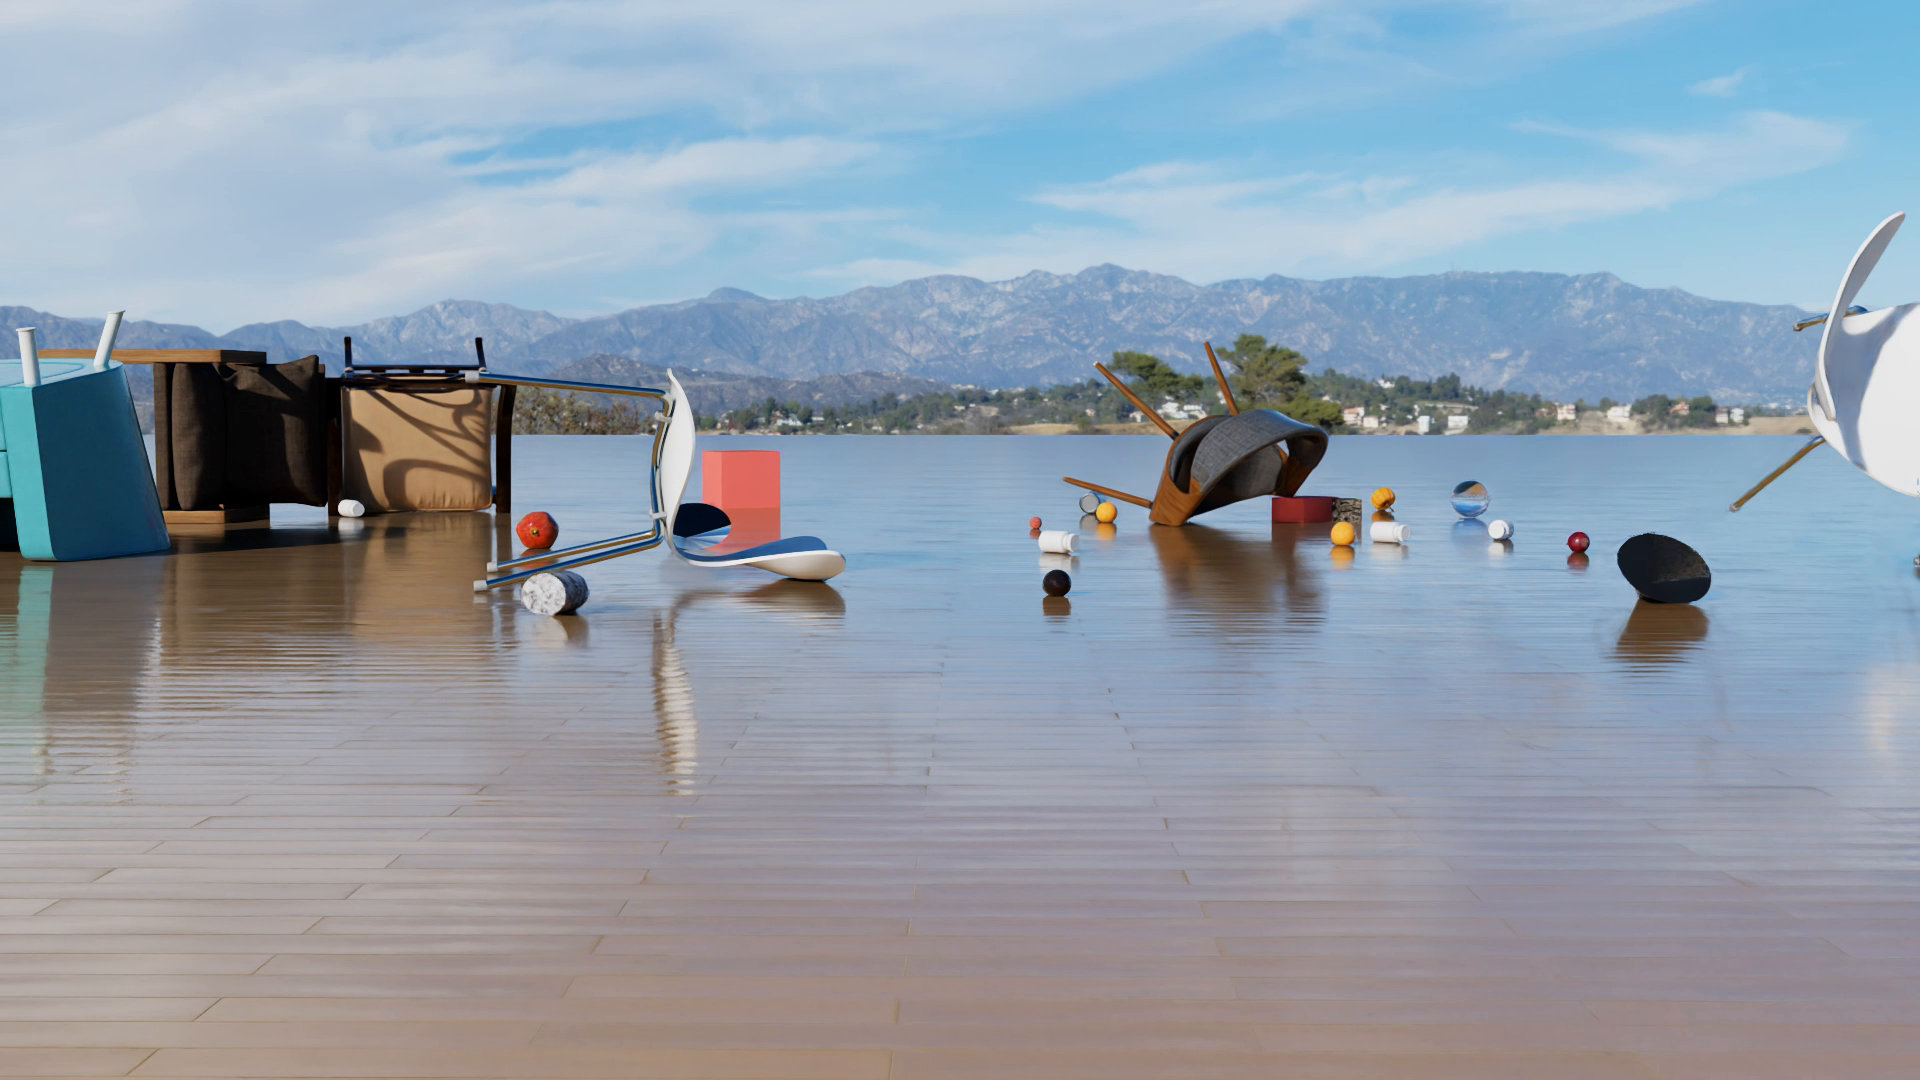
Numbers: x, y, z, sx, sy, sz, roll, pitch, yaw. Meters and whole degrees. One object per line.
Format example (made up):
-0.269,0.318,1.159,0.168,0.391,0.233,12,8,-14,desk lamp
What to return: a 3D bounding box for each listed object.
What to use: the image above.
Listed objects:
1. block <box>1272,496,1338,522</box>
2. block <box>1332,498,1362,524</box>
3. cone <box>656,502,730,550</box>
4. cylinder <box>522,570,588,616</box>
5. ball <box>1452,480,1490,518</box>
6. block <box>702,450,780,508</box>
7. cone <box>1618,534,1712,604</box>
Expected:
1.178,-0.106,7.502,0.130,0.081,0.207,4,5,43,block
1.304,-0.099,7.410,0.075,0.079,0.086,-1,4,-9,block
-0.778,-0.014,6.276,0.212,0.135,0.214,-3,-13,-18,cone
-0.808,0.106,4.394,0.101,0.083,0.087,-2,3,21,cylinder
1.784,-0.144,7.687,0.131,0.131,0.131,0,4,0,ball
-0.836,-0.234,8.406,0.235,0.212,0.220,-2,4,-25,block
1.474,0.092,4.686,0.211,0.172,0.120,7,-34,-9,cone
